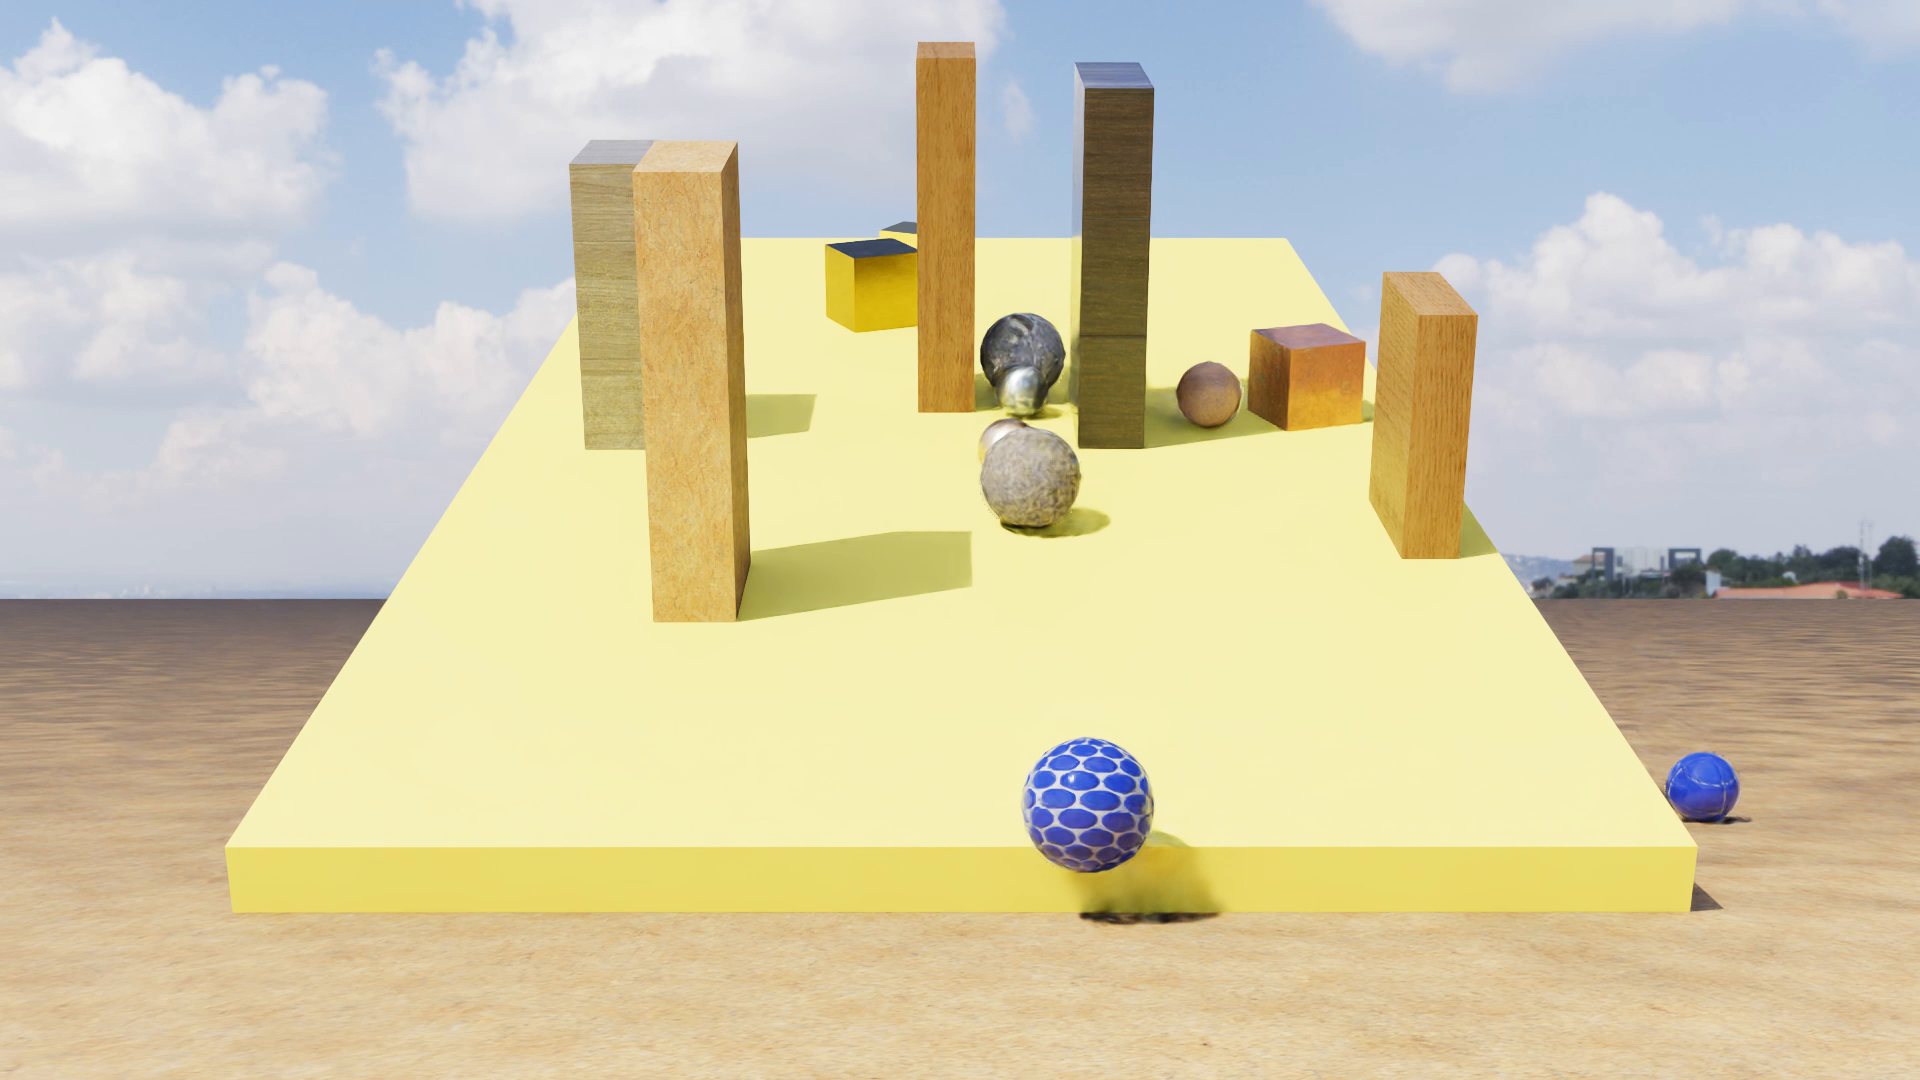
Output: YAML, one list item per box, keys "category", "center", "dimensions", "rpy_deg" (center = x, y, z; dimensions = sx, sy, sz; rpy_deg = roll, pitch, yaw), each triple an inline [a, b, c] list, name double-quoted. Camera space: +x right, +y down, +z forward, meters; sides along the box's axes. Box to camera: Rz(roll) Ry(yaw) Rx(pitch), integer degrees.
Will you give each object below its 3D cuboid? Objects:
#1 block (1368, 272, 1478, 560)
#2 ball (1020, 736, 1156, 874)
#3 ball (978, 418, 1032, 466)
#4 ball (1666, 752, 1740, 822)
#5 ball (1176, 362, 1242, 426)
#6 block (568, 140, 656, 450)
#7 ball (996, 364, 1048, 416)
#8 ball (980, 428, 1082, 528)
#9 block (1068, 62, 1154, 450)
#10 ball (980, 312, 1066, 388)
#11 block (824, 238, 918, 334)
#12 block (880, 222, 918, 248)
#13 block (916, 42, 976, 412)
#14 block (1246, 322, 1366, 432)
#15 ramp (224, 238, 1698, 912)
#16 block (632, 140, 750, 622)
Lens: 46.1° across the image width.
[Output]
- category: "block"
  center: [0.864, -0.239, 4.238]
  dimensions: [0.105, 0.460, 0.348]
  rpy_deg: [0, 19, 0]
- category: "ball"
  center: [0.169, 0.350, 2.988]
  dimensions: [0.179, 0.179, 0.179]
  rpy_deg: [0, -1, 0]
- category: "ball"
  center: [0.100, -0.181, 4.564]
  dimensions: [0.131, 0.131, 0.131]
  rpy_deg: [0, -1, 0]
- category: "ball"
  center: [1.420, 0.472, 4.316]
  dimensions: [0.134, 0.134, 0.134]
  rpy_deg: [0, -1, 0]
- category: "ball"
  center: [0.545, -0.320, 4.943]
  dimensions: [0.142, 0.142, 0.142]
  rpy_deg: [0, -1, 0]
- category: "block"
  center: [-0.721, -0.527, 4.825]
  dimensions: [0.148, 0.607, 0.300]
  rpy_deg: [0, 19, 0]
- category: "ball"
  center: [0.138, -0.333, 5.016]
  dimensions: [0.117, 0.117, 0.117]
  rpy_deg: [0, -1, 0]
- category: "ball"
  center: [0.135, -0.119, 4.297]
  dimensions: [0.191, 0.191, 0.191]
  rpy_deg: [0, -1, 0]
- category: "block"
  center: [0.320, -0.616, 4.853]
  dimensions: [0.140, 0.759, 0.394]
  rpy_deg: [0, 19, 0]
- category: "ball"
  center: [0.142, -0.422, 5.151]
  dimensions: [0.195, 0.195, 0.195]
  rpy_deg: [0, -1, 0]
- category: "block"
  center: [-0.221, -0.659, 5.824]
  dimensions: [0.192, 0.192, 0.192]
  rpy_deg: [-9, 21, -24]
- category: "block"
  center: [-0.125, -0.796, 6.282]
  dimensions: [0.146, 0.146, 0.146]
  rpy_deg: [9, 21, 25]
- category: "block"
  center: [-0.031, -0.700, 5.054]
  dimensions: [0.127, 0.783, 0.278]
  rpy_deg: [0, 19, 0]
- category: "block"
  center: [0.765, -0.362, 4.997]
  dimensions: [0.185, 0.185, 0.185]
  rpy_deg: [-7, 21, -20]
- category: "ramp"
  center: [-0.005, -0.202, 4.969]
  dimensions: [2.000, 0.100, 4.000]
  rpy_deg: [0, 19, 0]
- category: "block"
  center: [-0.452, -0.272, 3.860]
  dimensions: [0.141, 0.770, 0.300]
  rpy_deg: [0, 19, 0]
